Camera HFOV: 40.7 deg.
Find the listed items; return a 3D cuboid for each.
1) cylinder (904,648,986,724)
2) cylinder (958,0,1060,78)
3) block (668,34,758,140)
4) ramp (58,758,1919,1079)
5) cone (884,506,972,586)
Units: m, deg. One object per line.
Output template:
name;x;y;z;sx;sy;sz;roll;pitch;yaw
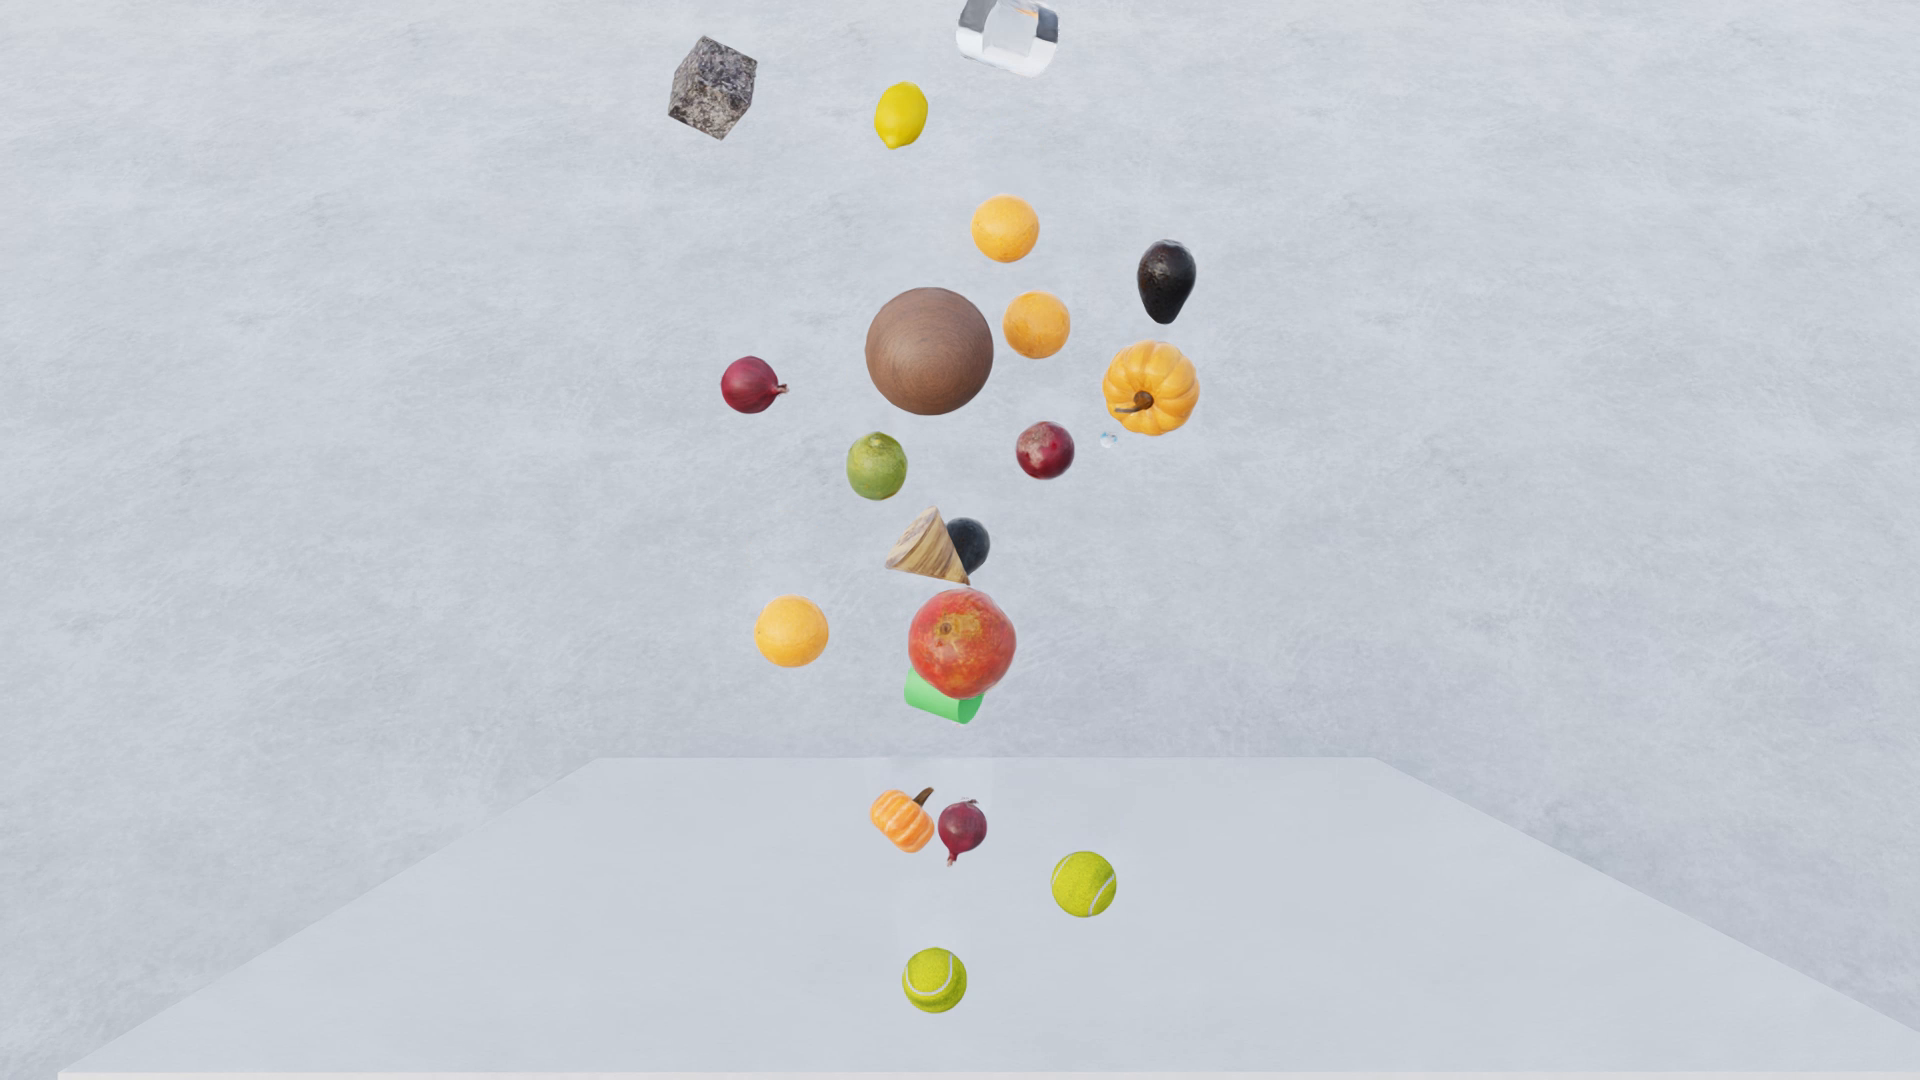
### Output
cylinder;-0.016;0.160;2.830;0.066;0.066;0.066;18;35;23
cylinder;0.042;-0.446;2.277;0.064;0.064;0.064;10;22;-33
block;-0.232;-0.424;2.430;0.058;0.058;0.058;23;51;-24
ramp;0.068;0.605;4.670;2.000;0.100;4.000;0;0;0
cone;-0.021;0.024;2.898;0.090;0.090;0.090;39;29;-13
